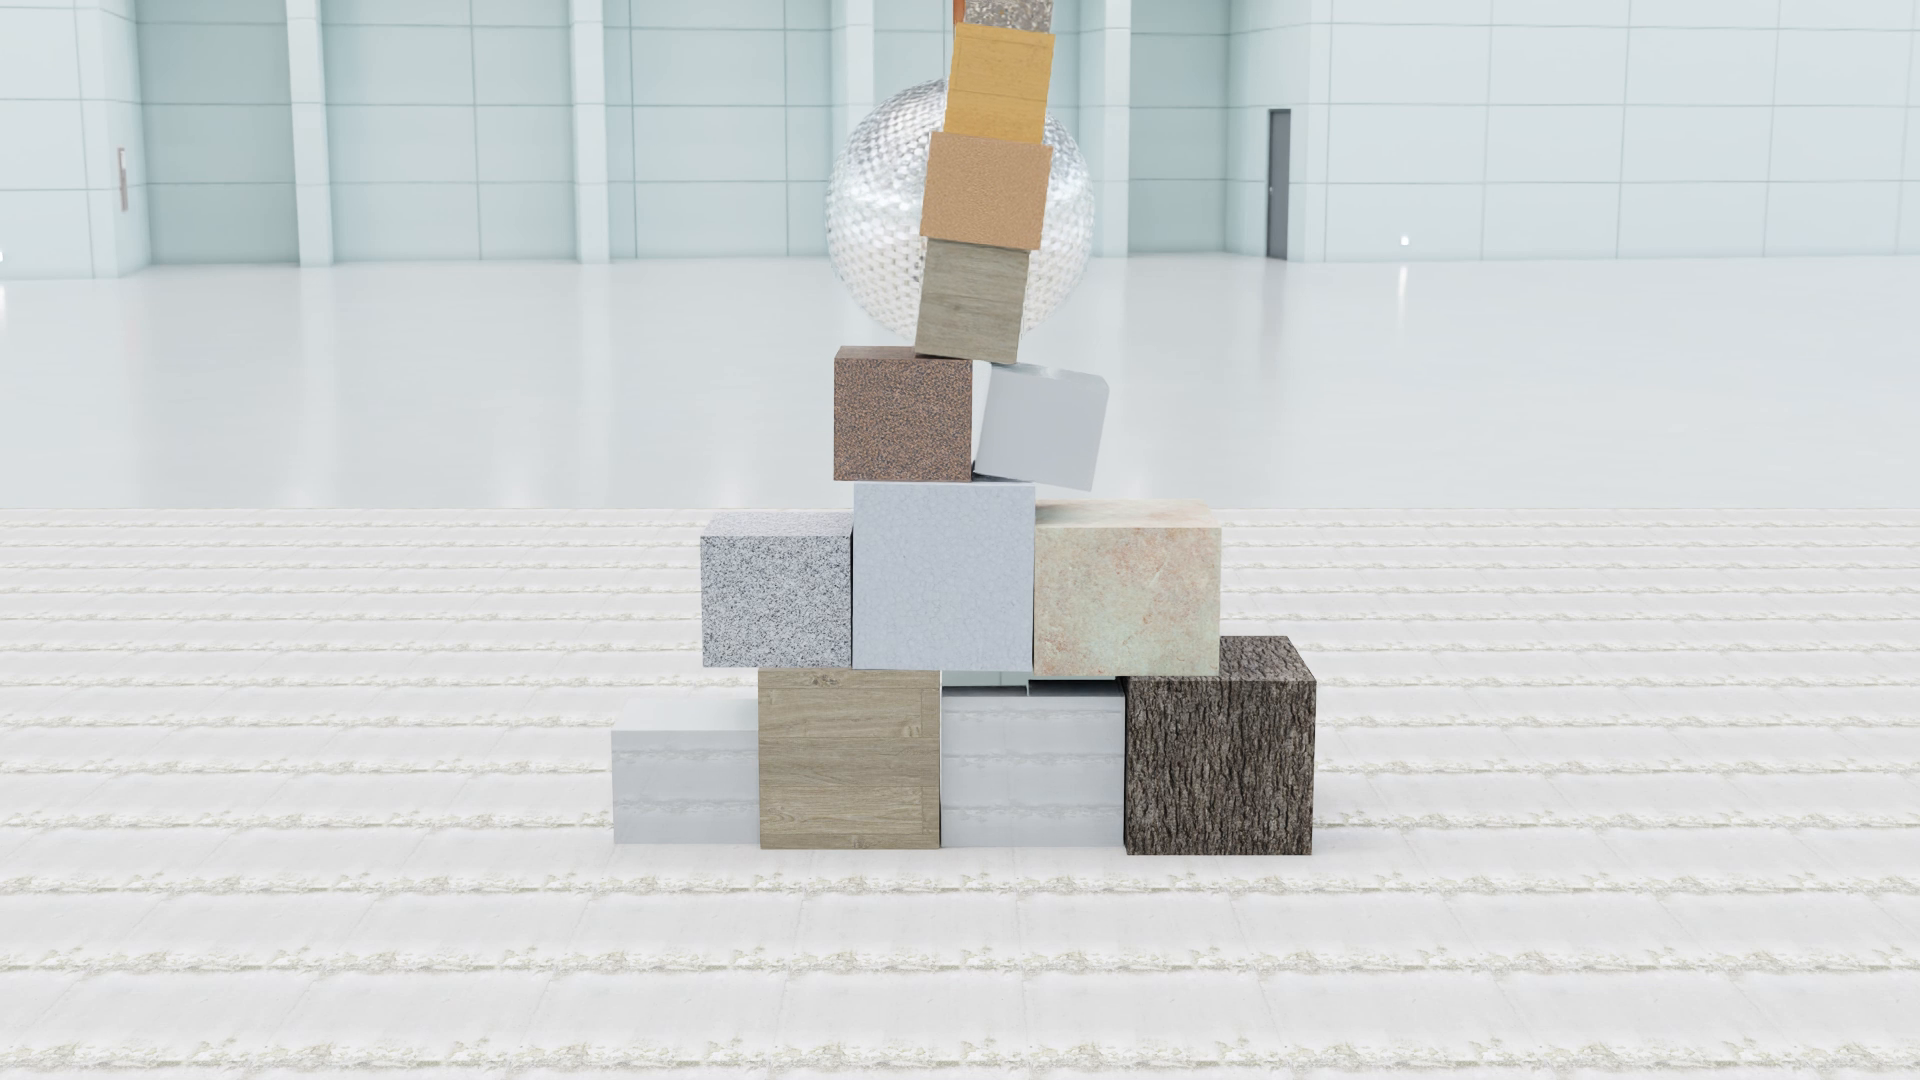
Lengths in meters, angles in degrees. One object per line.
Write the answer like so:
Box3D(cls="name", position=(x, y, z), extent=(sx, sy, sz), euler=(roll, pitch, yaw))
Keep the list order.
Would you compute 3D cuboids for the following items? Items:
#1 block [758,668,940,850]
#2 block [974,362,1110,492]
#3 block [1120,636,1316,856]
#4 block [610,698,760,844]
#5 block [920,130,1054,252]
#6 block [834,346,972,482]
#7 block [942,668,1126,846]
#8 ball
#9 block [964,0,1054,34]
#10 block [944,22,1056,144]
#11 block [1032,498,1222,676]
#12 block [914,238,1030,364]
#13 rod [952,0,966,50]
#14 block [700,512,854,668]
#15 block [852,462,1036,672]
Box3D(cls="block", position=(-0.552, 1.026, 11.355), extent=(0.896, 0.919, 0.833), euler=(0, 10, 0))
Box3D(cls="block", position=(0.401, -0.589, 11.079), extent=(0.587, 0.519, 0.588), euler=(9, 10, -2))
Box3D(cls="block", position=(1.291, 1.040, 11.351), extent=(0.917, 0.892, 1.004), euler=(0, 10, 0))
Box3D(cls="block", position=(-1.380, 1.188, 11.378), extent=(0.739, 0.592, 0.634), euler=(0, 10, 0))
Box3D(cls="block", position=(0.124, -1.729, 10.853), extent=(0.585, 0.503, 0.626), euler=(7, 10, -1))
Box3D(cls="block", position=(-0.279, -0.642, 11.072), extent=(0.676, 0.603, 0.672), euler=(1, 10, 0))
Box3D(cls="block", position=(0.364, 1.092, 11.395), extent=(0.916, 0.775, 0.792), euler=(0, 10, 0))
Box3D(cls="ball", position=(0.000, -1.907, 12.942), extent=(1.600, 1.600, 1.600), euler=(0, 10, 0))
Box3D(cls="block", position=(0.250, -2.708, 10.707), extent=(0.414, 0.451, 0.492), euler=(7, 10, -1))
Box3D(cls="block", position=(0.188, -2.229, 10.764), extent=(0.476, 0.520, 0.475), euler=(7, 10, -1))
Box3D(cls="block", position=(0.823, 0.228, 11.242), extent=(0.915, 0.745, 0.868), euler=(0, 10, 0))
Box3D(cls="block", position=(0.059, -1.208, 10.941), extent=(0.500, 0.561, 0.564), euler=(7, 10, -1))
Box3D(cls="rod", position=(0.000, -4.836, 11.215), extent=(0.080, 5.200, 0.080), euler=(0, 31, 0))
Box3D(cls="block", position=(-0.911, 0.244, 11.230), extent=(0.738, 0.664, 0.710), euler=(0, 10, 0))
Box3D(cls="block", position=(-0.081, 0.115, 11.205), extent=(0.887, 0.928, 0.819), euler=(1, 10, 0))
